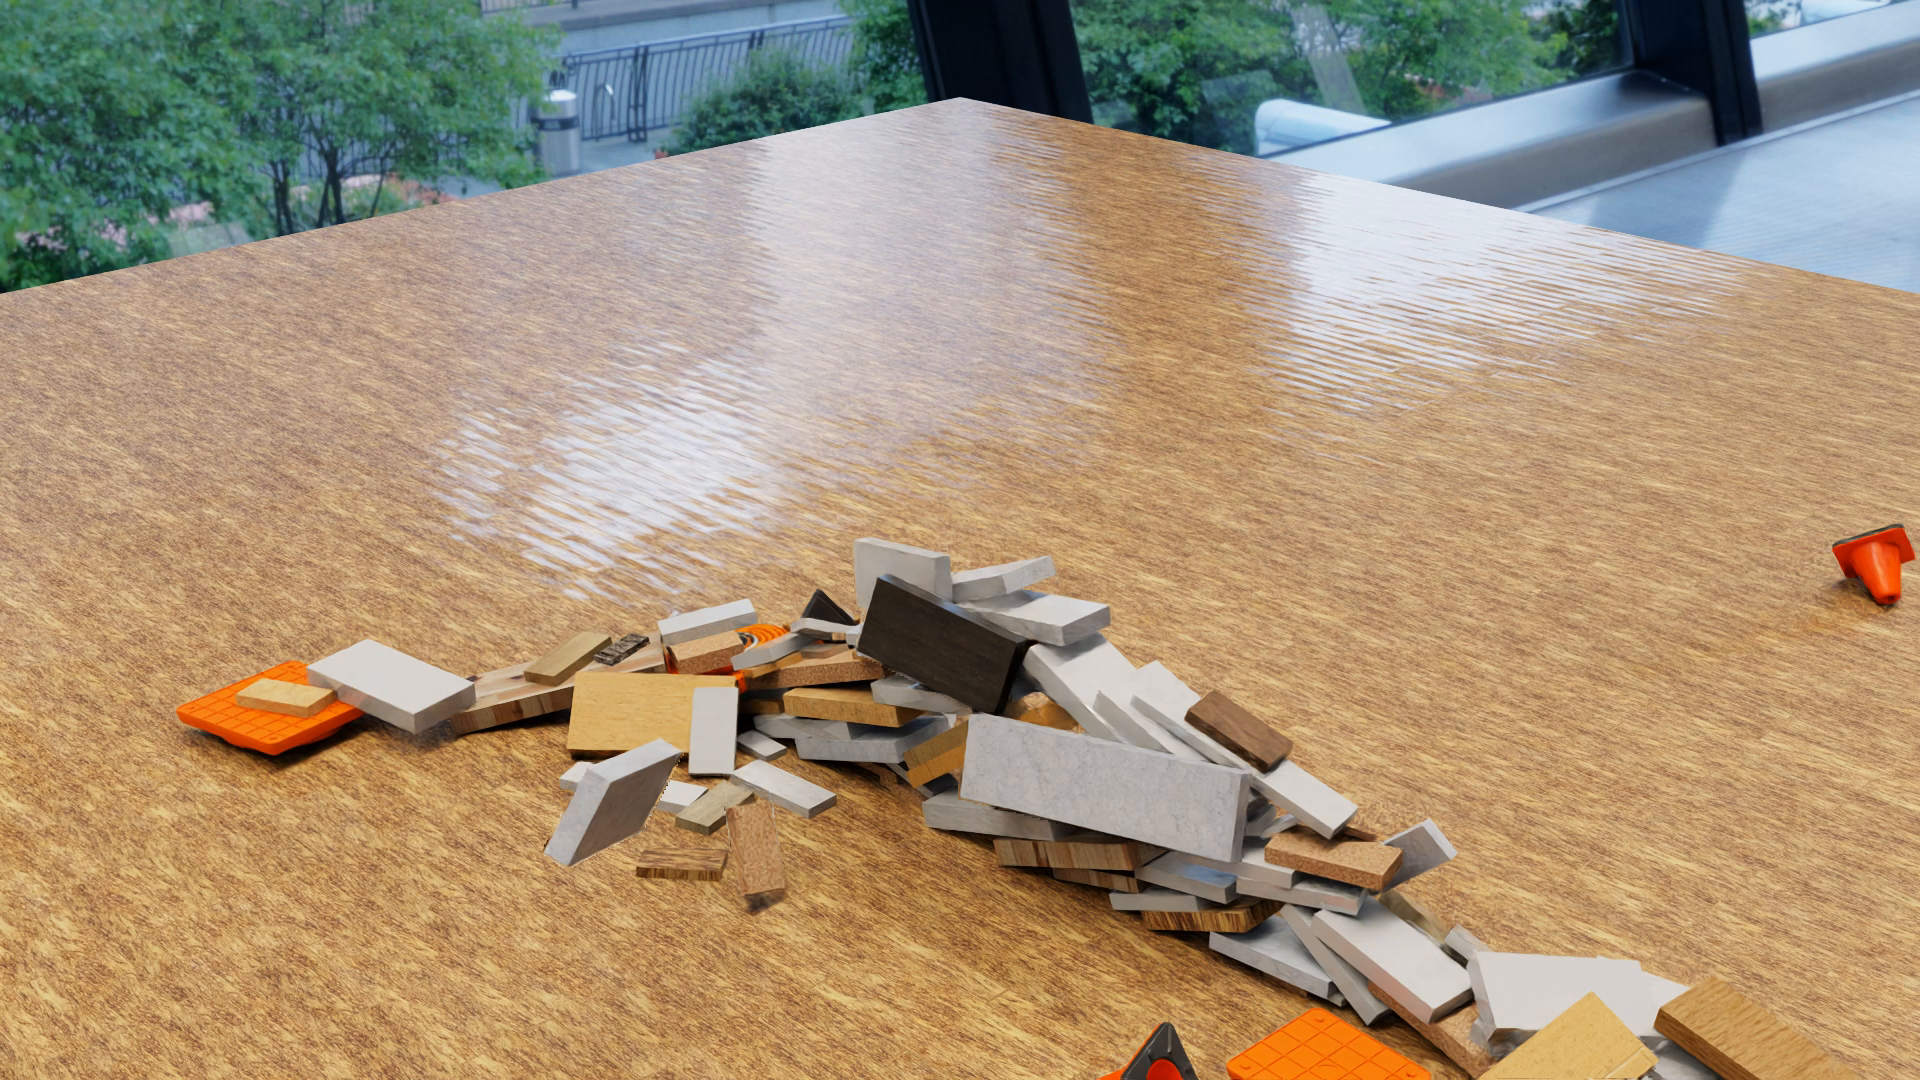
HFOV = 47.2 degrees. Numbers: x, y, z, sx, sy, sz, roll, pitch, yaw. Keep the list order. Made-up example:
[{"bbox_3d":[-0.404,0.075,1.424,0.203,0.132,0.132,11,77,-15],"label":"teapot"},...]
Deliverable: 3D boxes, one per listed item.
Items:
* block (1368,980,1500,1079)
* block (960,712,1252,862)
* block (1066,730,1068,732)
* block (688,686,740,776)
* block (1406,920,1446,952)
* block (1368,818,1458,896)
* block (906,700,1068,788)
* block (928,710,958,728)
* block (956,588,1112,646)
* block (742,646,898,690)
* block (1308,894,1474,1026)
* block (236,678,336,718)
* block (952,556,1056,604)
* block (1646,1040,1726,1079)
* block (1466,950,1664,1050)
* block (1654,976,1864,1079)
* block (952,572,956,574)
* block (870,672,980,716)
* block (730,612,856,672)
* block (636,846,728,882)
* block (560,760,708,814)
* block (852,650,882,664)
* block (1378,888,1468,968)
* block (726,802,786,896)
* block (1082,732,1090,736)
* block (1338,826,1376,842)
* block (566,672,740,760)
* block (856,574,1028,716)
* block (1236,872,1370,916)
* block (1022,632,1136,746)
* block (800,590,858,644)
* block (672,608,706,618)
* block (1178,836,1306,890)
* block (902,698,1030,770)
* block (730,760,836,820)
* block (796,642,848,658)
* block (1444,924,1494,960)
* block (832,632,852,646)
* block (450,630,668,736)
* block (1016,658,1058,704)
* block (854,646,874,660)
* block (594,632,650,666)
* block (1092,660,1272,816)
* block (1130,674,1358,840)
[{"bbox_3d":[0.836,0.806,3.726,0.133,0.038,0.266,-16,41,-39],"label":"block"},{"bbox_3d":[0.254,0.441,3.960,0.556,0.156,0.044,10,6,32],"label":"block"},{"bbox_3d":[0.134,0.420,4.269,0.093,0.026,0.185,-23,-7,-33],"label":"block"},{"bbox_3d":[-0.516,0.403,4.618,0.094,0.027,0.188,0,68,1],"label":"block"},{"bbox_3d":[0.812,0.714,3.880,0.014,0.048,0.096,29,3,-31],"label":"block"},{"bbox_3d":[0.775,0.571,3.912,0.022,0.077,0.290,-36,-6,-31],"label":"block"},{"bbox_3d":[0.071,0.390,4.327,0.130,0.037,0.454,-22,-6,-41],"label":"block"},{"bbox_3d":[-0.037,0.335,4.831,0.030,0.105,0.211,-19,19,16],"label":"block"},{"bbox_3d":[0.138,0.143,4.211,0.276,0.039,0.138,10,22,43],"label":"block"},{"bbox_3d":[-0.264,0.264,4.655,0.423,0.041,0.145,-8,10,43],"label":"block"},{"bbox_3d":[0.744,0.713,3.772,0.133,0.038,0.266,-17,41,-40],"label":"block"},{"bbox_3d":[-1.461,0.342,4.762,0.188,0.027,0.094,7,22,20],"label":"block"},{"bbox_3d":[0.043,0.084,4.309,0.138,0.039,0.276,-21,6,-41],"label":"block"},{"bbox_3d":[1.197,0.878,3.647,0.122,0.035,0.244,-11,26,-25],"label":"block"},{"bbox_3d":[1.007,0.767,3.663,0.298,0.042,0.149,5,44,-11],"label":"block"},{"bbox_3d":[1.382,0.897,3.477,0.149,0.042,0.576,-17,37,-35],"label":"block"},{"bbox_3d":[-0.060,0.134,4.514,0.080,0.160,0.023,15,24,-9],"label":"block"},{"bbox_3d":[-0.027,0.296,4.395,0.145,0.041,0.290,-21,17,-41],"label":"block"},{"bbox_3d":[-0.362,0.220,4.817,0.105,0.030,0.343,-16,3,30],"label":"block"},{"bbox_3d":[-0.537,0.626,4.257,0.163,0.023,0.081,2,23,5],"label":"block"},{"bbox_3d":[-0.672,0.511,4.528,0.304,0.023,0.082,9,25,21],"label":"block"},{"bbox_3d":[-0.155,0.231,4.456,0.116,0.016,0.058,6,20,35],"label":"block"},{"bbox_3d":[0.879,0.732,3.901,0.122,0.035,0.335,33,5,-31],"label":"block"},{"bbox_3d":[-0.384,0.579,4.136,0.082,0.164,0.023,-4,-11,-37],"label":"block"},{"bbox_3d":[0.219,0.390,4.146,0.093,0.026,0.185,-21,-11,-41],"label":"block"},{"bbox_3d":[0.682,0.515,3.877,0.096,0.014,0.048,17,-12,4],"label":"block"},{"bbox_3d":[-0.652,0.374,4.679,0.345,0.049,0.172,2,68,4],"label":"block"},{"bbox_3d":[-0.037,0.199,4.183,0.312,0.156,0.044,25,20,22],"label":"block"},{"bbox_3d":[0.605,0.603,3.871,0.214,0.030,0.107,8,21,22],"label":"block"},{"bbox_3d":[0.285,0.300,4.092,0.164,0.047,0.328,-20,54,-39],"label":"block"},{"bbox_3d":[-0.232,0.235,4.848,0.023,0.303,0.080,-9,45,47],"label":"block"},{"bbox_3d":[-0.604,0.175,4.975,0.090,0.013,0.045,-15,18,-12],"label":"block"},{"bbox_3d":[0.510,0.558,3.907,0.214,0.030,0.107,11,23,29],"label":"block"},{"bbox_3d":[0.010,0.385,4.393,0.131,0.037,0.261,-22,-6,-42],"label":"block"},{"bbox_3d":[-0.364,0.512,4.525,0.228,0.023,0.081,19,29,37],"label":"block"},{"bbox_3d":[-0.300,0.237,4.705,0.057,0.016,0.147,-20,9,-33],"label":"block"},{"bbox_3d":[0.892,0.711,3.831,0.089,0.025,0.178,37,4,16],"label":"block"},{"bbox_3d":[-0.232,0.222,4.729,0.058,0.016,0.116,2,-15,12],"label":"block"},{"bbox_3d":[-0.885,0.313,4.854,0.475,0.049,0.172,-14,25,-6],"label":"block"},{"bbox_3d":[0.181,0.263,4.185,0.086,0.024,0.208,-19,40,-39],"label":"block"},{"bbox_3d":[-0.119,0.220,4.409,0.173,0.024,0.086,9,22,42],"label":"block"},{"bbox_3d":[-0.749,0.242,4.872,0.057,0.016,0.114,11,33,40],"label":"block"},{"bbox_3d":[0.420,0.366,3.989,0.164,0.047,0.343,-23,53,-41],"label":"block"},{"bbox_3d":[0.504,0.383,3.925,0.438,0.025,0.089,34,40,24],"label":"block"}]
